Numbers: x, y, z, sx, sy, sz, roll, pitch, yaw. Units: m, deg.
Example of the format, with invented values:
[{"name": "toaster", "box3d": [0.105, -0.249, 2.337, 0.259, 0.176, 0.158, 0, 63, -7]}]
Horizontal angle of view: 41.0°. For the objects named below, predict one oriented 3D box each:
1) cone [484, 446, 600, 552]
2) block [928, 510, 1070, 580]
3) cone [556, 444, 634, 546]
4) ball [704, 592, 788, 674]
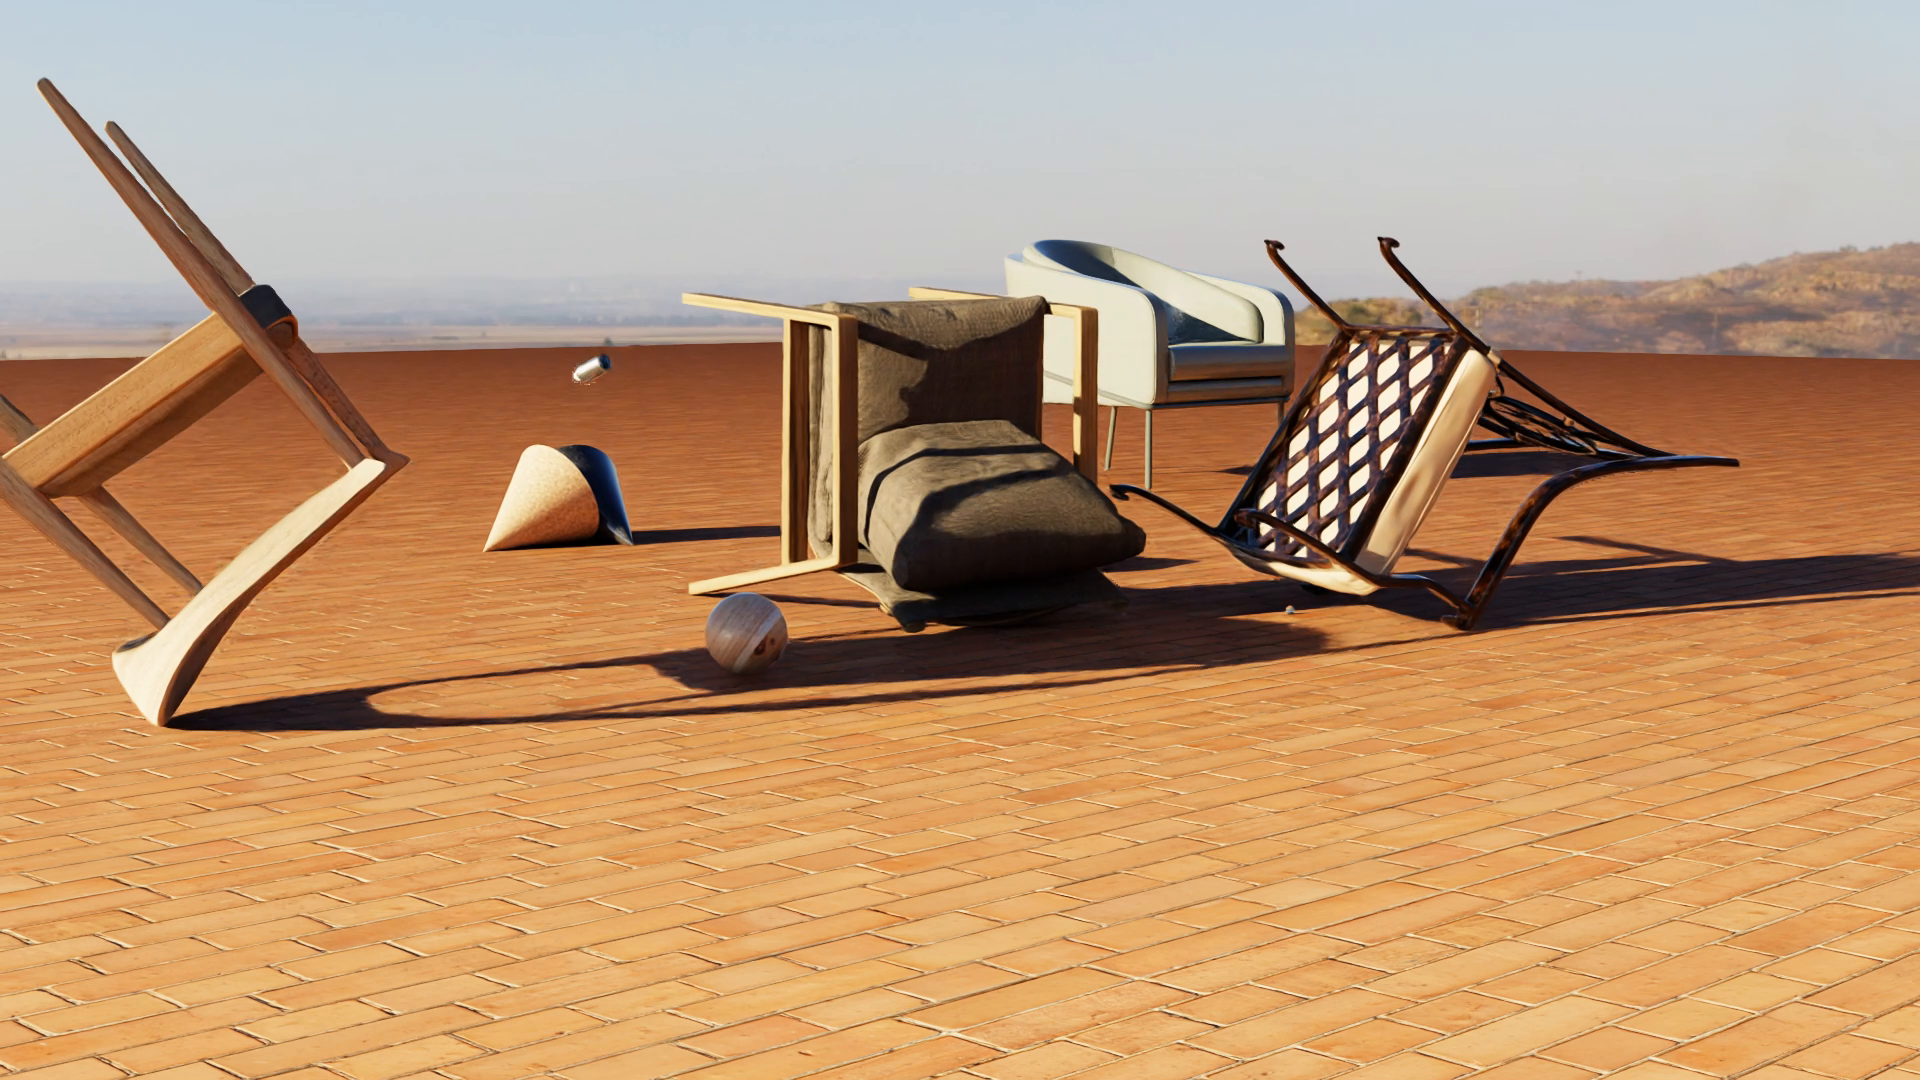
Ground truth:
[{"name": "cone", "box3d": [-1.064, -0.043, 6.227, 0.242, 0.273, 0.283, -5, 28, 41]}, {"name": "block", "box3d": [0.088, 0.008, 5.736, 0.241, 0.122, 0.214, 4, 7, 35]}, {"name": "cone", "box3d": [-0.888, -0.056, 6.378, 0.278, 0.246, 0.325, 31, 4, -46]}, {"name": "ball", "box3d": [-0.353, 0.155, 4.243, 0.137, 0.137, 0.137, 0, 6, 0]}]
